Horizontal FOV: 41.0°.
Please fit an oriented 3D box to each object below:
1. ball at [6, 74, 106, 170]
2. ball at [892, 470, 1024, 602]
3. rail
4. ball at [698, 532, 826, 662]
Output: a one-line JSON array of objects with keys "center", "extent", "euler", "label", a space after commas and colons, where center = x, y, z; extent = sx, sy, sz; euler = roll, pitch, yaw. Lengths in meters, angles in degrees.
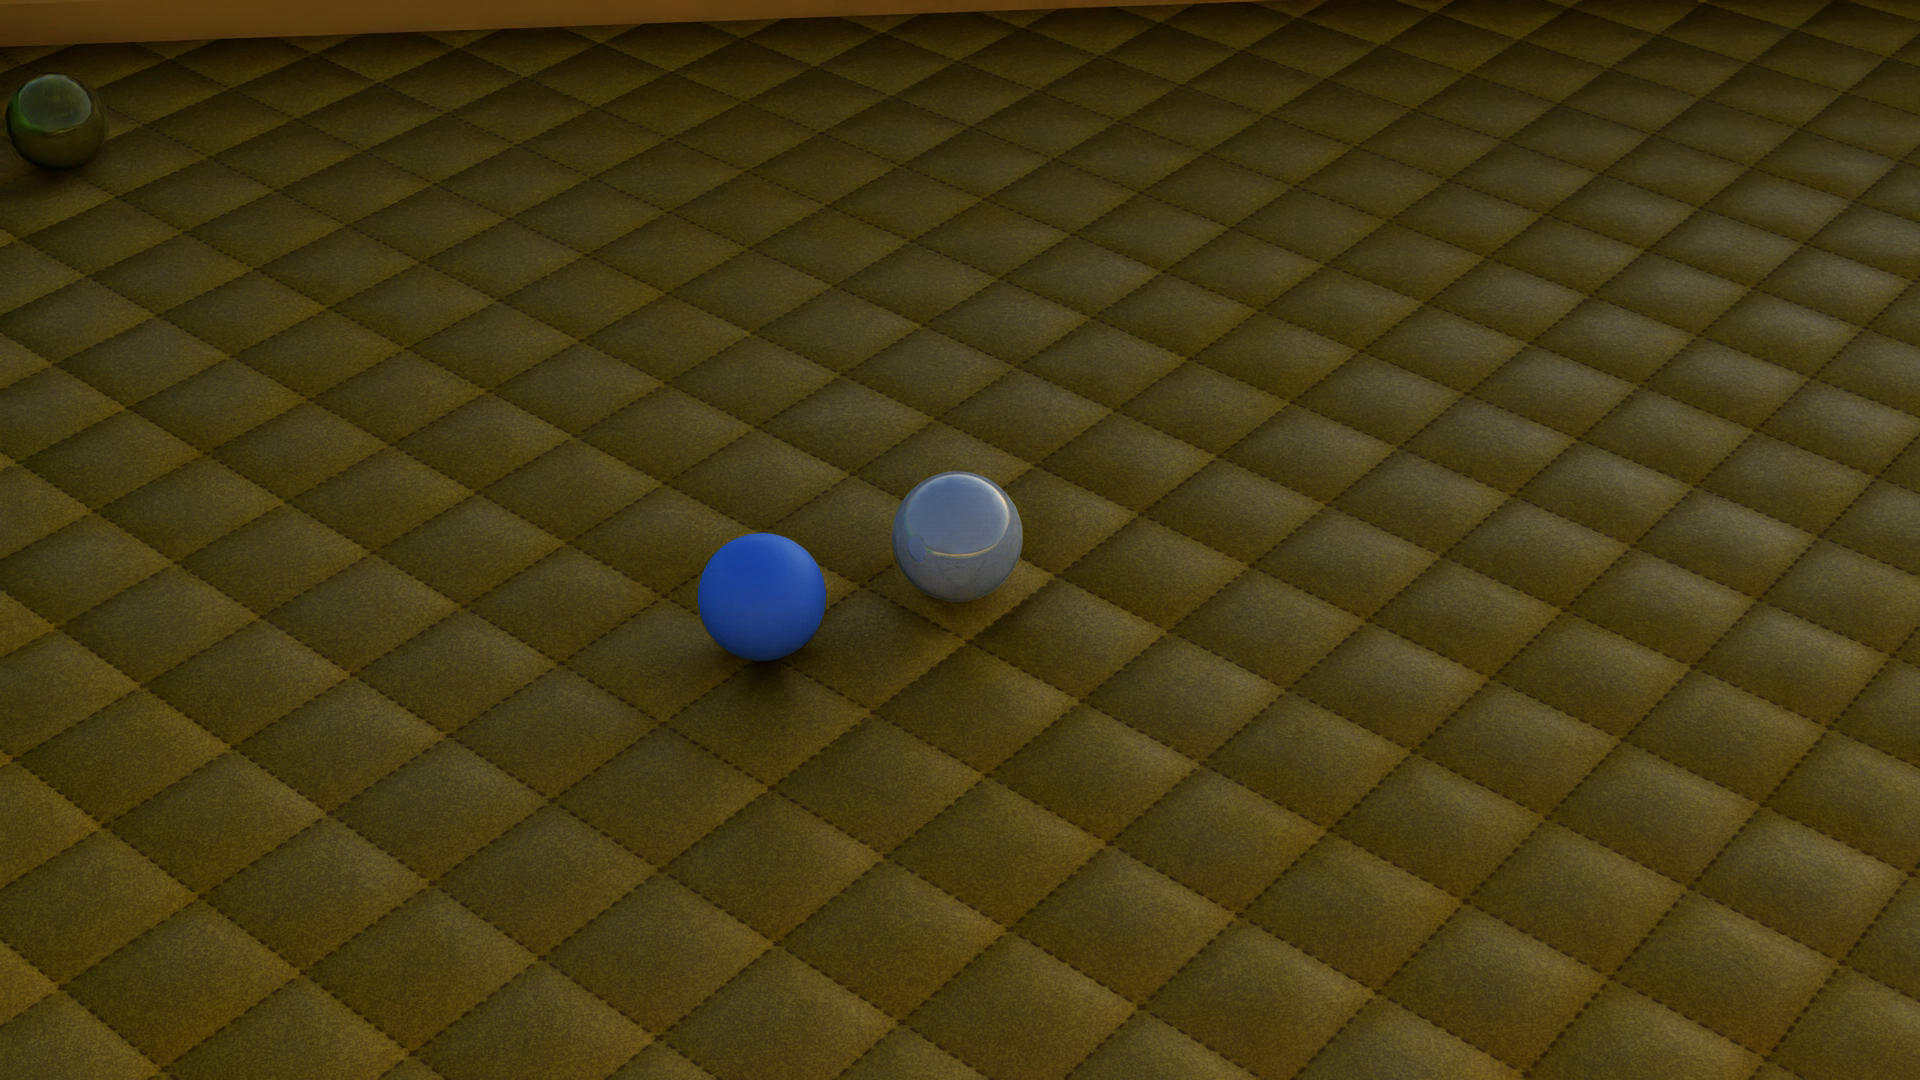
[{"center": [-0.727, -0.336, 2.064], "extent": [0.077, 0.077, 0.077], "euler": [0, 36, 0], "label": "ball"}, {"center": [-0.002, -0.002, 1.602], "extent": [0.082, 0.082, 0.082], "euler": [0, 36, 0], "label": "ball"}, {"center": [0.780, -0.556, 2.323], "extent": [3.418, 0.124, 0.045], "euler": [-3, 36, -4], "label": "rail"}, {"center": [-0.120, 0.035, 1.555], "extent": [0.078, 0.078, 0.078], "euler": [0, 36, 0], "label": "ball"}]
